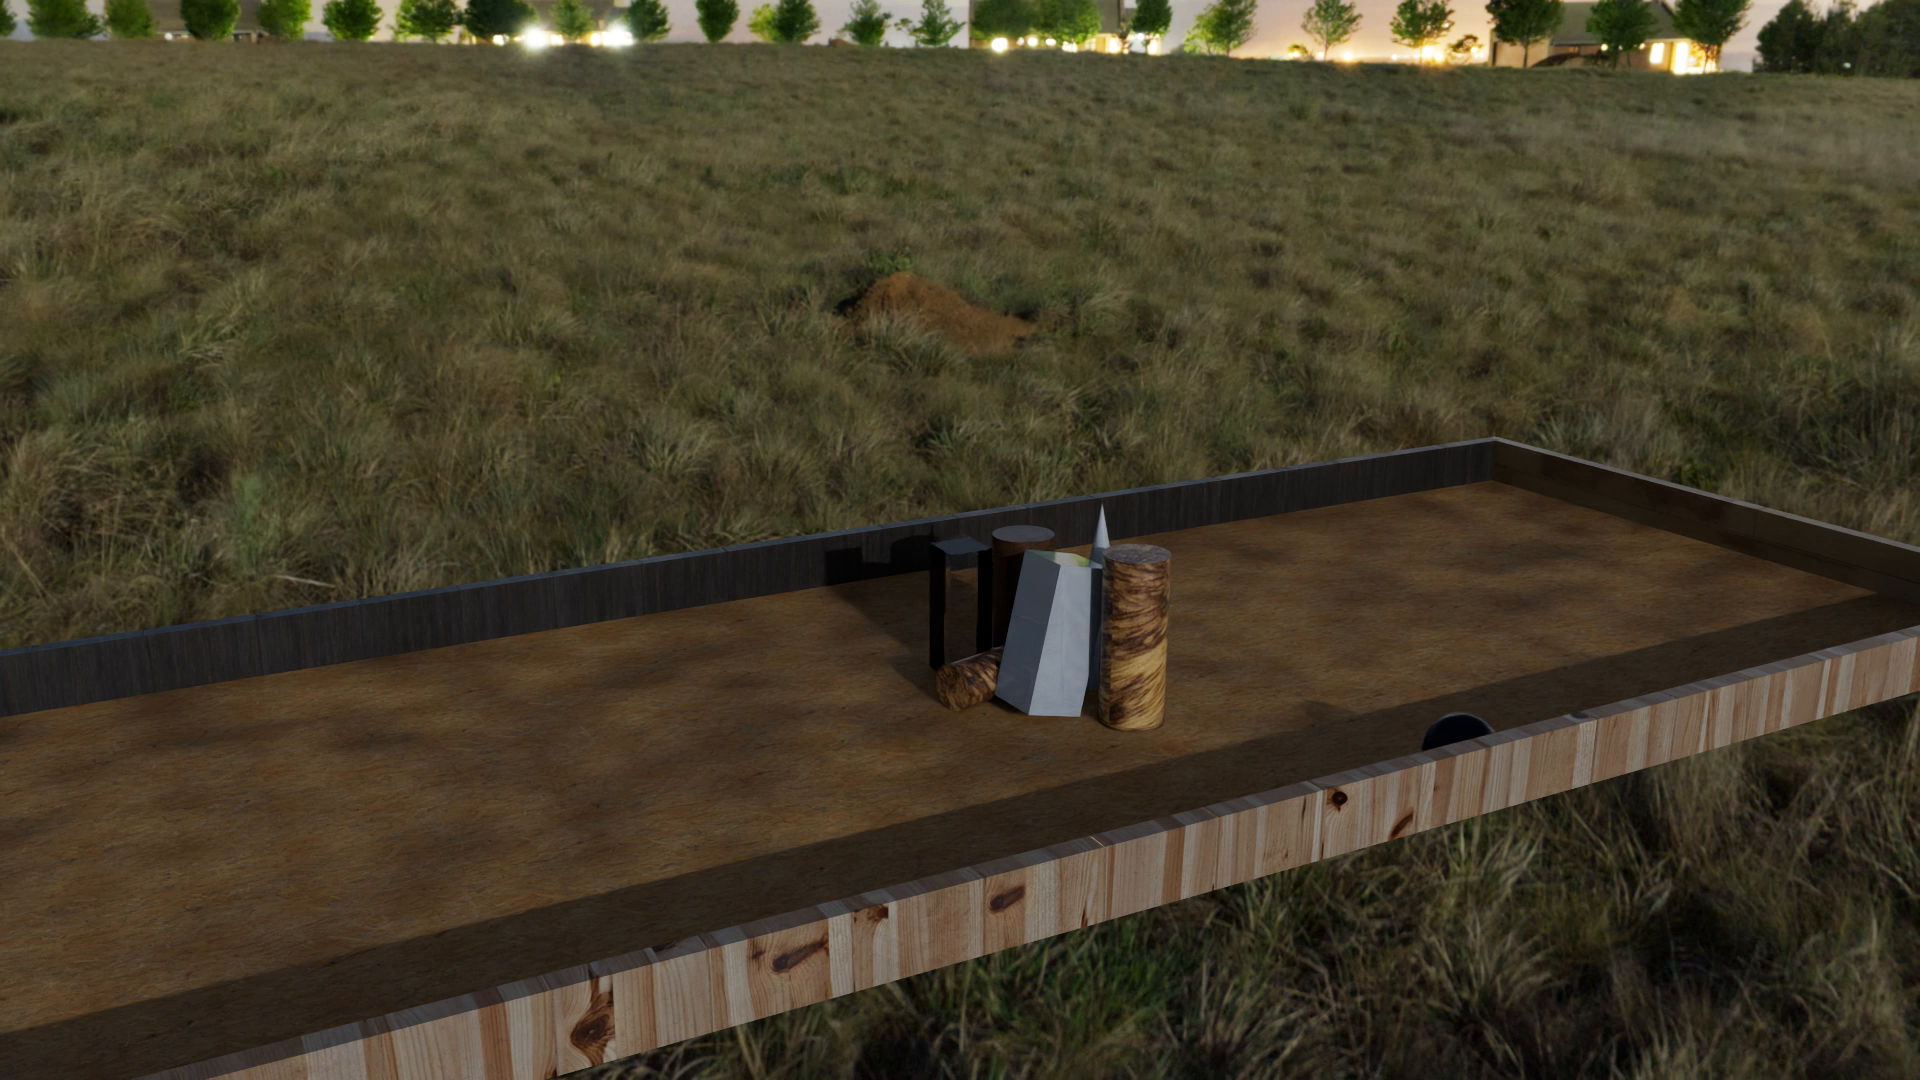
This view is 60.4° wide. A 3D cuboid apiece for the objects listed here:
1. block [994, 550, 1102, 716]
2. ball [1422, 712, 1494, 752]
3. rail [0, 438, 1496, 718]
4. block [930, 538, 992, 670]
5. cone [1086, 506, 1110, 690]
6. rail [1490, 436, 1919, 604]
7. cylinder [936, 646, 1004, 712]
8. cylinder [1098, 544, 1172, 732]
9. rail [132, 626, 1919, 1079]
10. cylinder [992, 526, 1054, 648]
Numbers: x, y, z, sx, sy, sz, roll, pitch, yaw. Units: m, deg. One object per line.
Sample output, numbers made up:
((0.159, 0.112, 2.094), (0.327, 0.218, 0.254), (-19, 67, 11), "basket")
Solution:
((0.220, 0.221, 3.916), (0.150, 0.362, 0.150), (6, 11, -33), "block")
((1.074, 0.451, 3.535), (0.162, 0.162, 0.162), (0, 16, 0), "ball")
((-3.305, 0.497, 3.399), (12.000, 0.150, 0.050), (-9, 18, -27), "rail")
((0.001, 0.173, 4.176), (0.115, 0.331, 0.115), (-9, 20, -28), "block")
((0.349, 0.128, 4.108), (0.178, 0.458, 0.178), (0, 16, 0), "cone")
((2.466, -0.048, 5.253), (0.050, 0.150, 2.100), (-9, 18, -27), "rail")
((0.106, 0.320, 4.061), (0.344, 0.116, 0.116), (-15, 22, -41), "cylinder")
((0.406, 0.228, 3.849), (0.159, 0.411, 0.159), (0, 17, 0), "cylinder")
((-2.336, 1.006, 1.665), (12.000, 0.150, 0.050), (-9, 18, -27), "rail")
((0.166, 0.130, 4.370), (0.165, 0.305, 0.165), (0, 16, 0), "cylinder")
